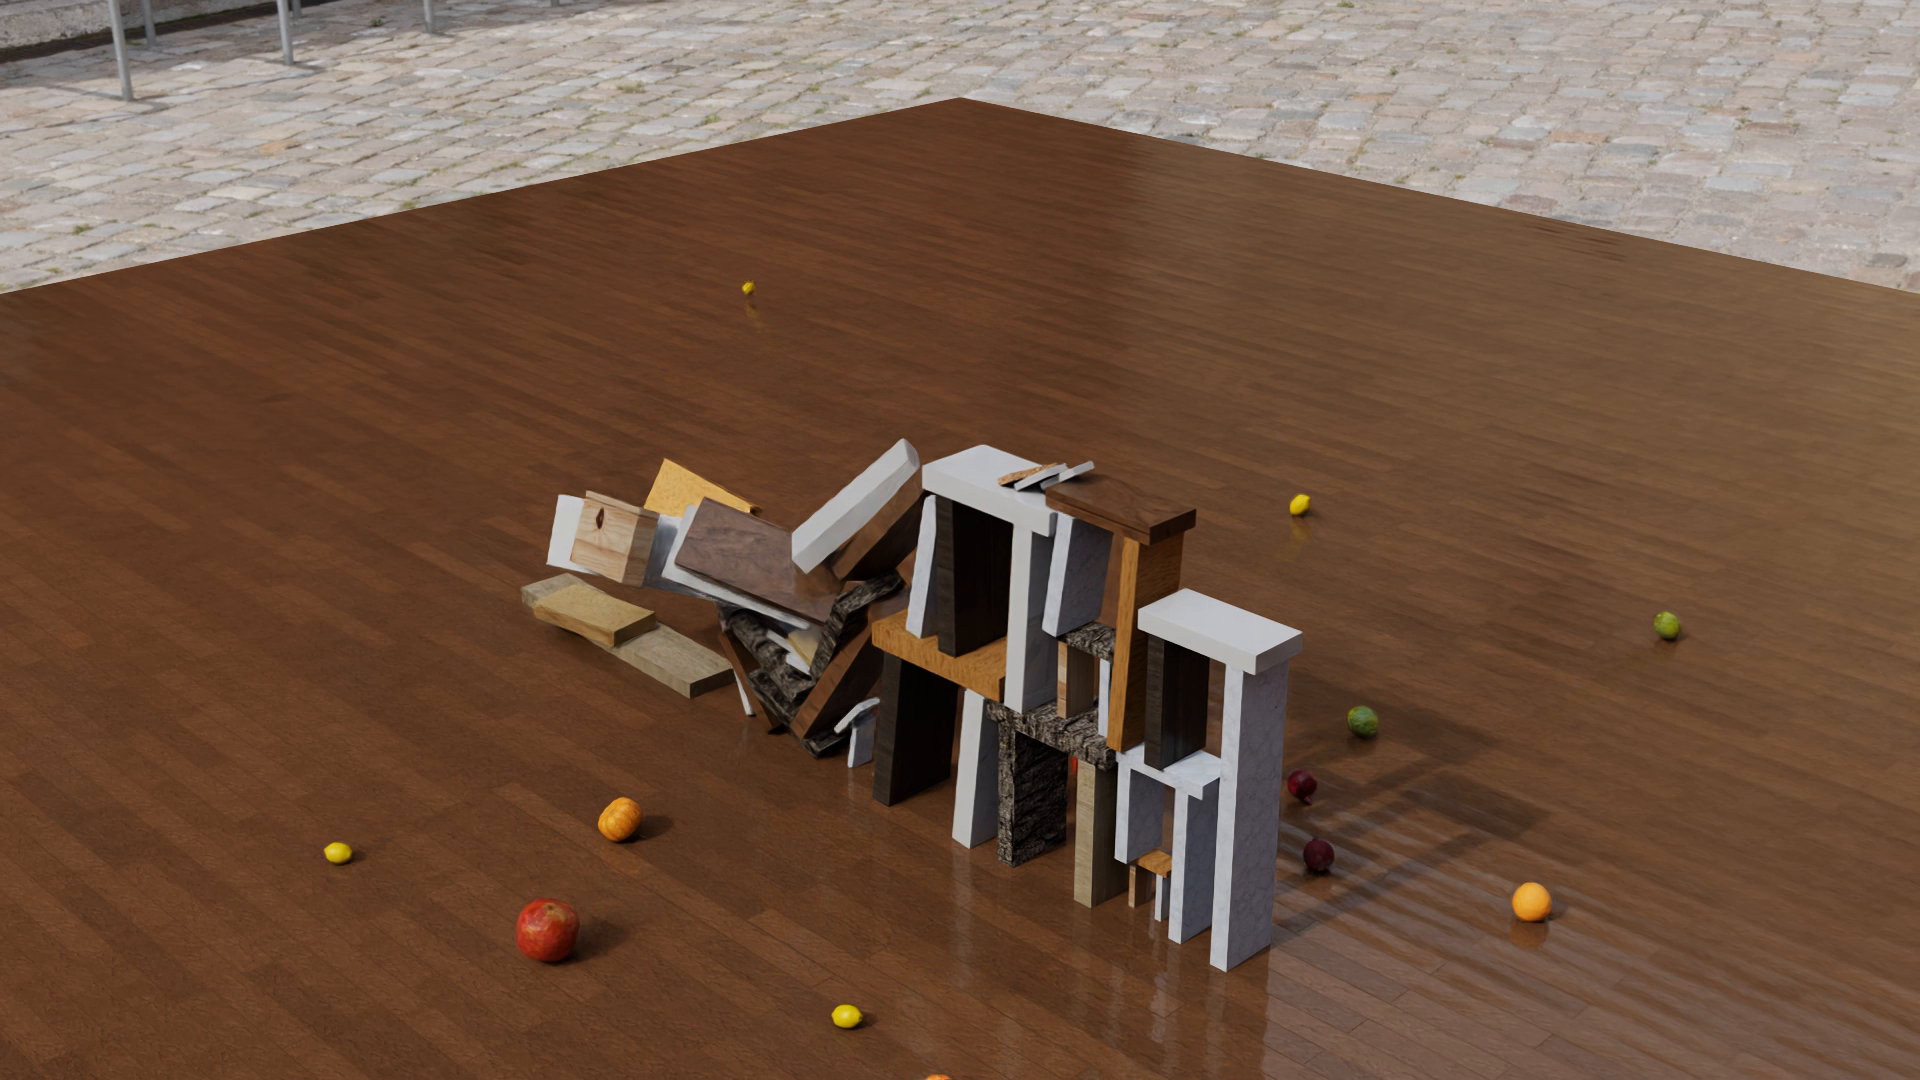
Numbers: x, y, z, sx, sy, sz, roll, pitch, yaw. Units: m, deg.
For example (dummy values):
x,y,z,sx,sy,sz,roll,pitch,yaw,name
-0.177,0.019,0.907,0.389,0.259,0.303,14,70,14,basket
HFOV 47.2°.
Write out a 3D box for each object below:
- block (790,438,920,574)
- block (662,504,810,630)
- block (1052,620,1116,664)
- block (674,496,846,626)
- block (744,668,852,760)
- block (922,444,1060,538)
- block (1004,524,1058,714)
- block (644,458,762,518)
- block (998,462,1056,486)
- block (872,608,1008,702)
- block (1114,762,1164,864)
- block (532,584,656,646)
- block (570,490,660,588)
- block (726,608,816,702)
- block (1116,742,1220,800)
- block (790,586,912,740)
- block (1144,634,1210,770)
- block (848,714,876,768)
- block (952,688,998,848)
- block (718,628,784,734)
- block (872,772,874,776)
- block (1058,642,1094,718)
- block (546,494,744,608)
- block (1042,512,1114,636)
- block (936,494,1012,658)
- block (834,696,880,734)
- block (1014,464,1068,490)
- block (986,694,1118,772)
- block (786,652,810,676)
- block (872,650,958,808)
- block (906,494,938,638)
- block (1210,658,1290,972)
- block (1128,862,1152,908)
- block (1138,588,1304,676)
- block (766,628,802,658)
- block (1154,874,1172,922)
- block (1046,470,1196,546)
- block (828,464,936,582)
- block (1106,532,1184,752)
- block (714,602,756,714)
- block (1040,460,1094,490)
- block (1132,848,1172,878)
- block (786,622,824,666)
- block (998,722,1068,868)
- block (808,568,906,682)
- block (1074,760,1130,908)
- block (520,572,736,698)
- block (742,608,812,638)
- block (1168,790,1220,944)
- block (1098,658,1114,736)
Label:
x,y,z,sx,sy,sz,roll,pitch,yaw,name
-0.208,-0.069,4.370,0.304,0.043,0.152,-40,18,9,block
-0.438,0.055,4.551,0.319,0.159,0.045,20,-1,2,block
0.253,0.182,4.025,0.154,0.022,0.077,21,31,41,block
-0.398,0.044,4.486,0.334,0.152,0.043,22,-16,4,block
-0.340,0.358,4.733,0.238,0.034,0.119,45,42,20,block
0.101,-0.094,4.071,0.323,0.046,0.162,22,31,40,block
0.163,0.126,4.098,0.046,0.376,0.162,25,33,39,block
-0.564,-0.063,4.784,0.272,0.136,0.039,28,6,32,block
0.124,-0.120,4.027,0.100,0.014,0.050,-14,-3,-30,block
0.012,0.211,4.301,0.348,0.049,0.174,21,31,41,block
0.334,0.488,4.066,0.101,0.202,0.029,-21,31,-41,block
-0.865,0.177,5.197,0.272,0.039,0.136,17,28,34,block
-0.738,-0.005,4.683,0.045,0.159,0.319,14,1,-31,block
-0.387,0.236,4.763,0.119,0.034,0.238,-22,62,-44,block
0.391,0.404,3.969,0.101,0.029,0.203,-21,31,-41,block
-0.209,0.255,4.557,0.149,0.422,0.042,-21,64,-43,block
0.388,0.269,3.919,0.130,0.259,0.037,-21,31,-41,block
-0.206,0.424,4.622,0.054,0.109,0.015,-21,41,-40,block
0.076,0.421,4.319,0.174,0.348,0.049,-21,37,-41,block
-0.424,0.292,4.811,0.119,0.238,0.034,-21,-9,-40,block
-0.139,0.454,4.564,0.054,0.109,0.015,-21,66,-41,block
0.216,0.249,4.093,0.077,0.154,0.022,-21,31,-40,block
-0.641,0.026,4.764,0.622,0.159,0.045,11,1,33,block
0.218,0.046,4.000,0.123,0.246,0.035,-21,39,-41,block
0.029,0.047,4.209,0.046,0.323,0.162,20,30,41,block
-0.214,0.365,4.581,0.054,0.109,0.015,-20,71,-43,block
0.146,-0.114,3.977,0.050,0.014,0.100,-18,-3,-36,block
0.212,0.338,4.134,0.151,0.043,0.302,-21,31,-41,block
-0.297,0.268,4.695,0.141,0.020,0.071,25,32,37,block
-0.086,0.357,4.468,0.174,0.348,0.049,-21,38,-41,block
-0.020,0.036,4.265,0.148,0.297,0.042,-21,42,-41,block
0.509,0.474,3.874,0.037,0.601,0.130,21,31,41,block
0.339,0.638,4.132,0.014,0.097,0.049,21,31,41,block
0.449,0.156,3.805,0.130,0.037,0.259,-21,31,-41,block
-0.340,0.220,4.727,0.141,0.020,0.071,30,35,32,block
0.385,0.656,4.090,0.014,0.097,0.049,21,31,41,block
0.283,-0.058,3.888,0.123,0.035,0.246,-21,32,-40,block
-0.111,-0.034,4.346,0.152,0.304,0.043,-2,51,-56,block
0.331,0.173,3.932,0.123,0.421,0.035,-21,35,-41,block
-0.494,0.177,4.849,0.071,0.414,0.020,-18,4,-41,block
0.193,-0.116,3.962,0.050,0.014,0.100,-21,-2,-37,block
0.362,0.596,4.089,0.097,0.014,0.049,21,31,41,block
-0.298,0.238,4.660,0.071,0.020,0.141,-24,54,-29,block
0.142,0.470,4.265,0.043,0.302,0.151,22,31,41,block
-0.213,0.181,4.508,0.148,0.297,0.042,-28,68,-30,block
0.285,0.526,4.134,0.151,0.302,0.043,-21,31,-41,block
-0.790,0.218,5.197,0.136,0.039,0.705,-19,30,-38,block
-0.397,0.163,4.757,0.141,0.020,0.071,32,36,27,block
0.429,0.576,4.001,0.029,0.313,0.101,21,31,40,block
0.289,0.277,4.026,0.077,0.154,0.022,-21,31,-41,block
